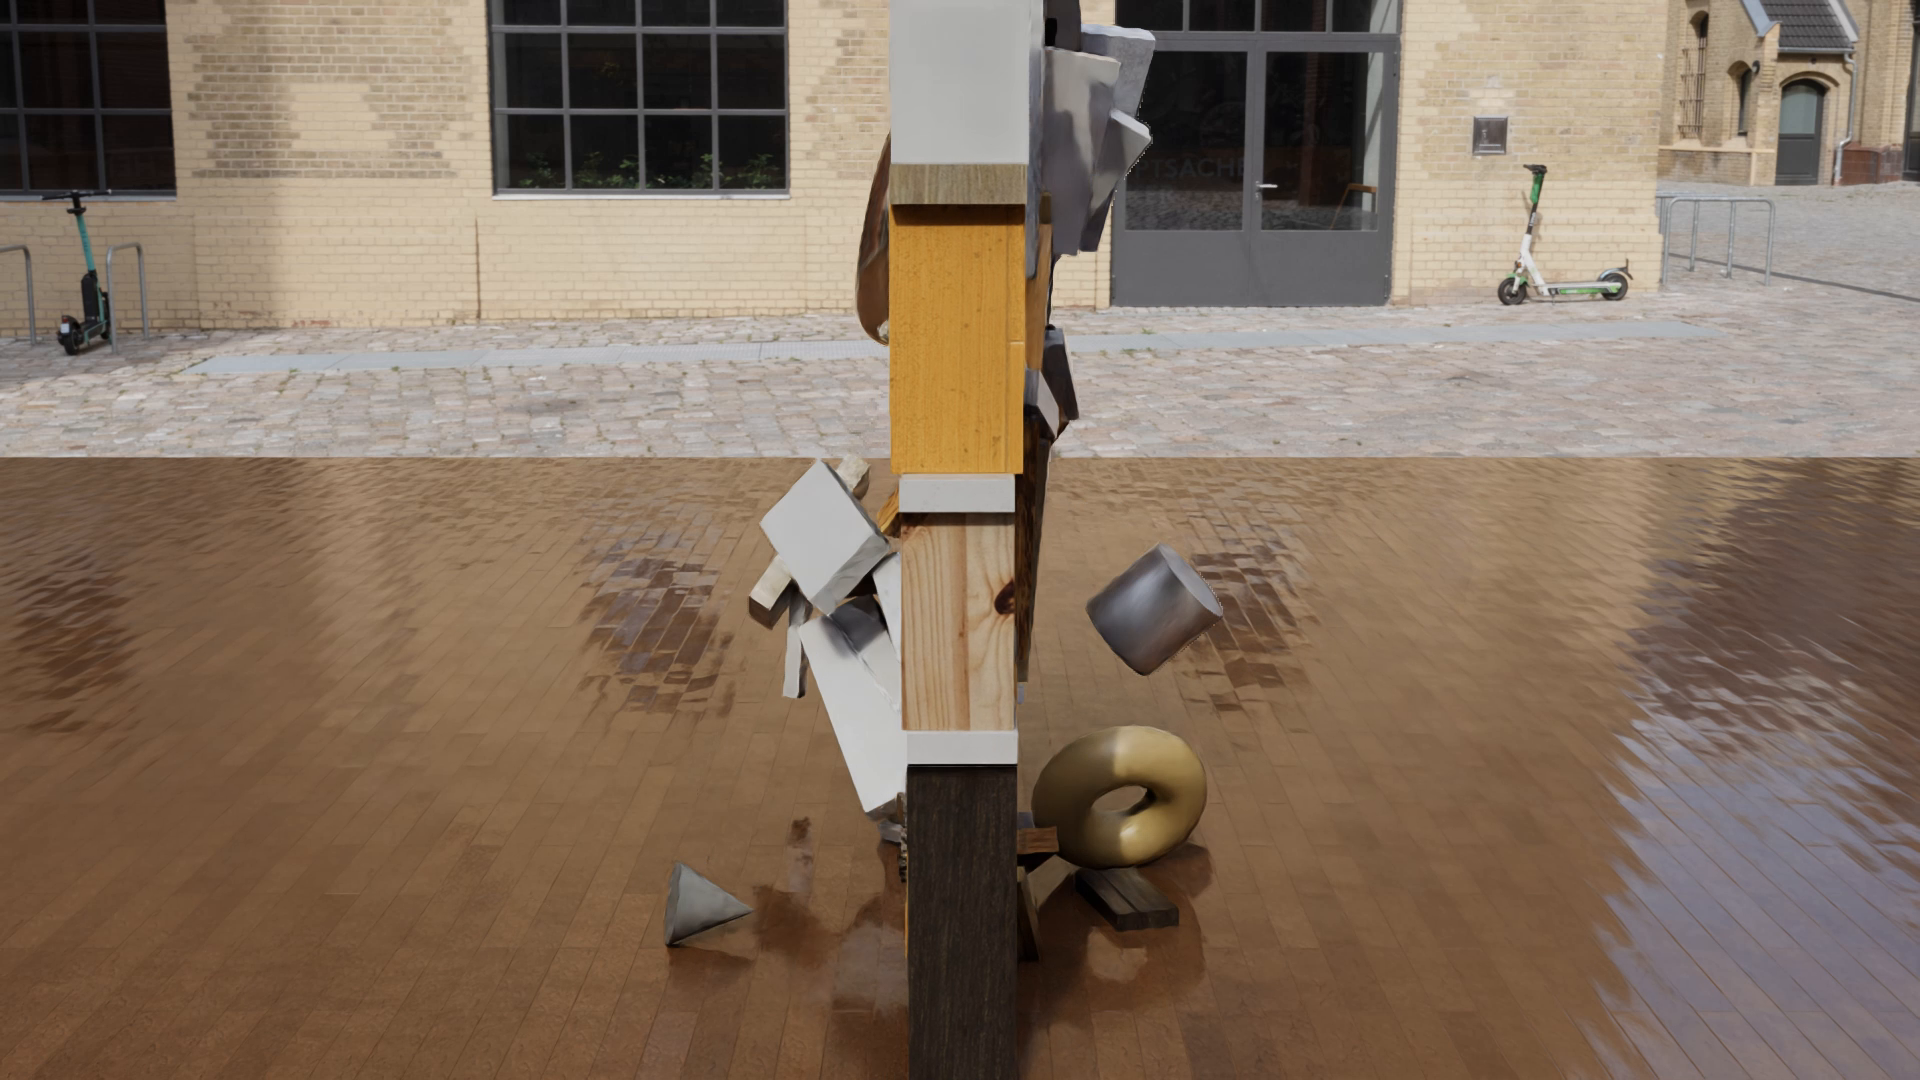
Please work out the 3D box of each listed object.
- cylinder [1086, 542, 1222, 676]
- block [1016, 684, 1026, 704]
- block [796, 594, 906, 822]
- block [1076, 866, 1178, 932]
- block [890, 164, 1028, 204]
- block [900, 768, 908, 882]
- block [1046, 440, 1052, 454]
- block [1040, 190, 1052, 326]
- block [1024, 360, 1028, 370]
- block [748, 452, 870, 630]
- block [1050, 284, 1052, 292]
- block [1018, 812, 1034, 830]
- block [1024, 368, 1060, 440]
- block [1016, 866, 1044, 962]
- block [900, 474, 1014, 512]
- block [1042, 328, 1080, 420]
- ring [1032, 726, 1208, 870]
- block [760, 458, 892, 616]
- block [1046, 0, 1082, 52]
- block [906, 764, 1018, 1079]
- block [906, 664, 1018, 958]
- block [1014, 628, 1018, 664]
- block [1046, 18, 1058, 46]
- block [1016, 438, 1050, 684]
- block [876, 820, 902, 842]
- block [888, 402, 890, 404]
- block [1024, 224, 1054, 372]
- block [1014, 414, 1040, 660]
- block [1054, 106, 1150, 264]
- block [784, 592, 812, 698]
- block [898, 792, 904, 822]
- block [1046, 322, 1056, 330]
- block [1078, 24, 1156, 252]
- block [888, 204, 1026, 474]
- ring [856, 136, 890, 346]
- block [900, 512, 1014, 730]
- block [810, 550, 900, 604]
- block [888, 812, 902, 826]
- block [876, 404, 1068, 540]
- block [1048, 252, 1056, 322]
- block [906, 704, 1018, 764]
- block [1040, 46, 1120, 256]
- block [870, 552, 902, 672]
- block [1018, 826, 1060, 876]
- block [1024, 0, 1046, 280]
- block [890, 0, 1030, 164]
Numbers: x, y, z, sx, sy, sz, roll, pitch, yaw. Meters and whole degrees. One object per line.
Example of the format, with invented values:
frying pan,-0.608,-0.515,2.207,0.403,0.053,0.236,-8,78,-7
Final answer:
cylinder,0.400,0.143,4.550,0.200,0.200,0.200,-41,2,14
block,0.028,0.239,3.542,0.103,0.029,0.206,5,-1,-13
block,-0.157,0.293,3.926,0.153,0.043,0.415,-26,55,4
block,0.272,0.587,3.603,0.104,0.030,0.209,-3,11,-15
block,-0.003,-0.455,2.807,0.166,0.047,0.332,0,10,0
block,-0.004,0.362,3.195,0.149,0.042,0.297,1,48,3
block,0.035,-0.003,3.556,0.165,0.442,0.047,8,4,-26
block,0.086,-0.442,3.477,0.108,0.217,0.031,-4,26,-9
block,0.070,-0.278,3.331,0.052,0.104,0.015,-15,-27,2
block,-0.299,0.004,4.377,0.050,0.353,0.176,33,-15,5
block,0.026,-0.263,3.673,0.179,0.385,0.051,-12,44,-31
block,0.023,0.503,3.670,0.139,0.039,0.277,-2,-17,-13
block,0.043,-0.202,3.264,0.179,0.051,0.358,3,-5,7
block,0.058,0.561,3.317,0.104,0.209,0.030,3,47,16
block,-0.004,-0.077,2.831,0.141,0.040,0.282,0,9,0
block,0.130,-0.266,3.625,0.108,0.031,0.217,-6,-32,7
ring,0.272,0.440,3.737,0.306,0.306,0.102,-2,39,-11
block,-0.244,-0.010,3.924,0.047,0.165,0.329,40,6,-32
block,0.142,-0.817,3.572,0.110,0.220,0.031,-2,41,4
block,0.004,0.506,2.841,0.139,0.468,0.040,0,11,3
block,0.002,0.375,3.060,0.148,0.408,0.042,1,-1,3
block,0.004,0.188,3.197,0.148,0.042,0.297,2,-19,0
block,0.084,-0.715,3.469,0.110,0.221,0.031,-1,19,-26
block,0.031,0.029,3.439,0.179,0.384,0.051,3,14,-6
block,-0.083,0.498,3.880,0.090,0.026,0.181,-28,4,-16
block,-0.016,-0.164,4.318,0.176,0.050,0.381,11,-29,17
block,0.079,-0.353,3.386,0.108,0.271,0.031,4,-9,6
block,0.016,-0.006,3.187,0.179,0.358,0.051,2,18,-1
block,0.171,-0.617,3.784,0.157,0.313,0.044,26,34,-21
block,-0.323,0.208,4.395,0.030,0.209,0.104,4,-2,5
block,-0.022,0.419,3.417,0.139,0.039,0.277,-1,-2,-4
block,0.036,-0.215,3.820,0.179,0.358,0.051,-2,33,-35
block,0.212,-0.700,3.852,0.157,0.408,0.044,0,35,-22
block,-0.004,-0.250,2.733,0.166,0.332,0.047,0,11,0
ring,-0.076,-0.543,3.798,0.143,0.430,0.430,12,11,3
block,-0.003,0.098,2.763,0.141,0.282,0.040,0,9,0
block,-0.158,0.063,4.064,0.153,0.043,0.305,-22,5,-27
block,-0.070,0.466,3.845,0.090,0.026,0.181,-28,4,-14
block,0.019,-0.117,3.686,0.165,0.329,0.047,19,34,-31
block,0.065,-0.464,3.678,0.179,0.051,0.358,-15,-26,-8
block,0.003,0.239,2.894,0.140,0.040,0.279,0,9,0
block,0.138,-0.613,3.455,0.155,0.310,0.044,7,21,-13
block,-0.044,0.148,3.756,0.153,0.043,0.305,-16,55,-4
block,0.060,0.519,3.599,0.139,0.039,0.277,-2,-17,-12
block,0.046,-0.646,3.333,0.155,0.493,0.044,3,6,9
block,0.000,-0.649,2.729,0.173,0.361,0.049,0,10,-1
